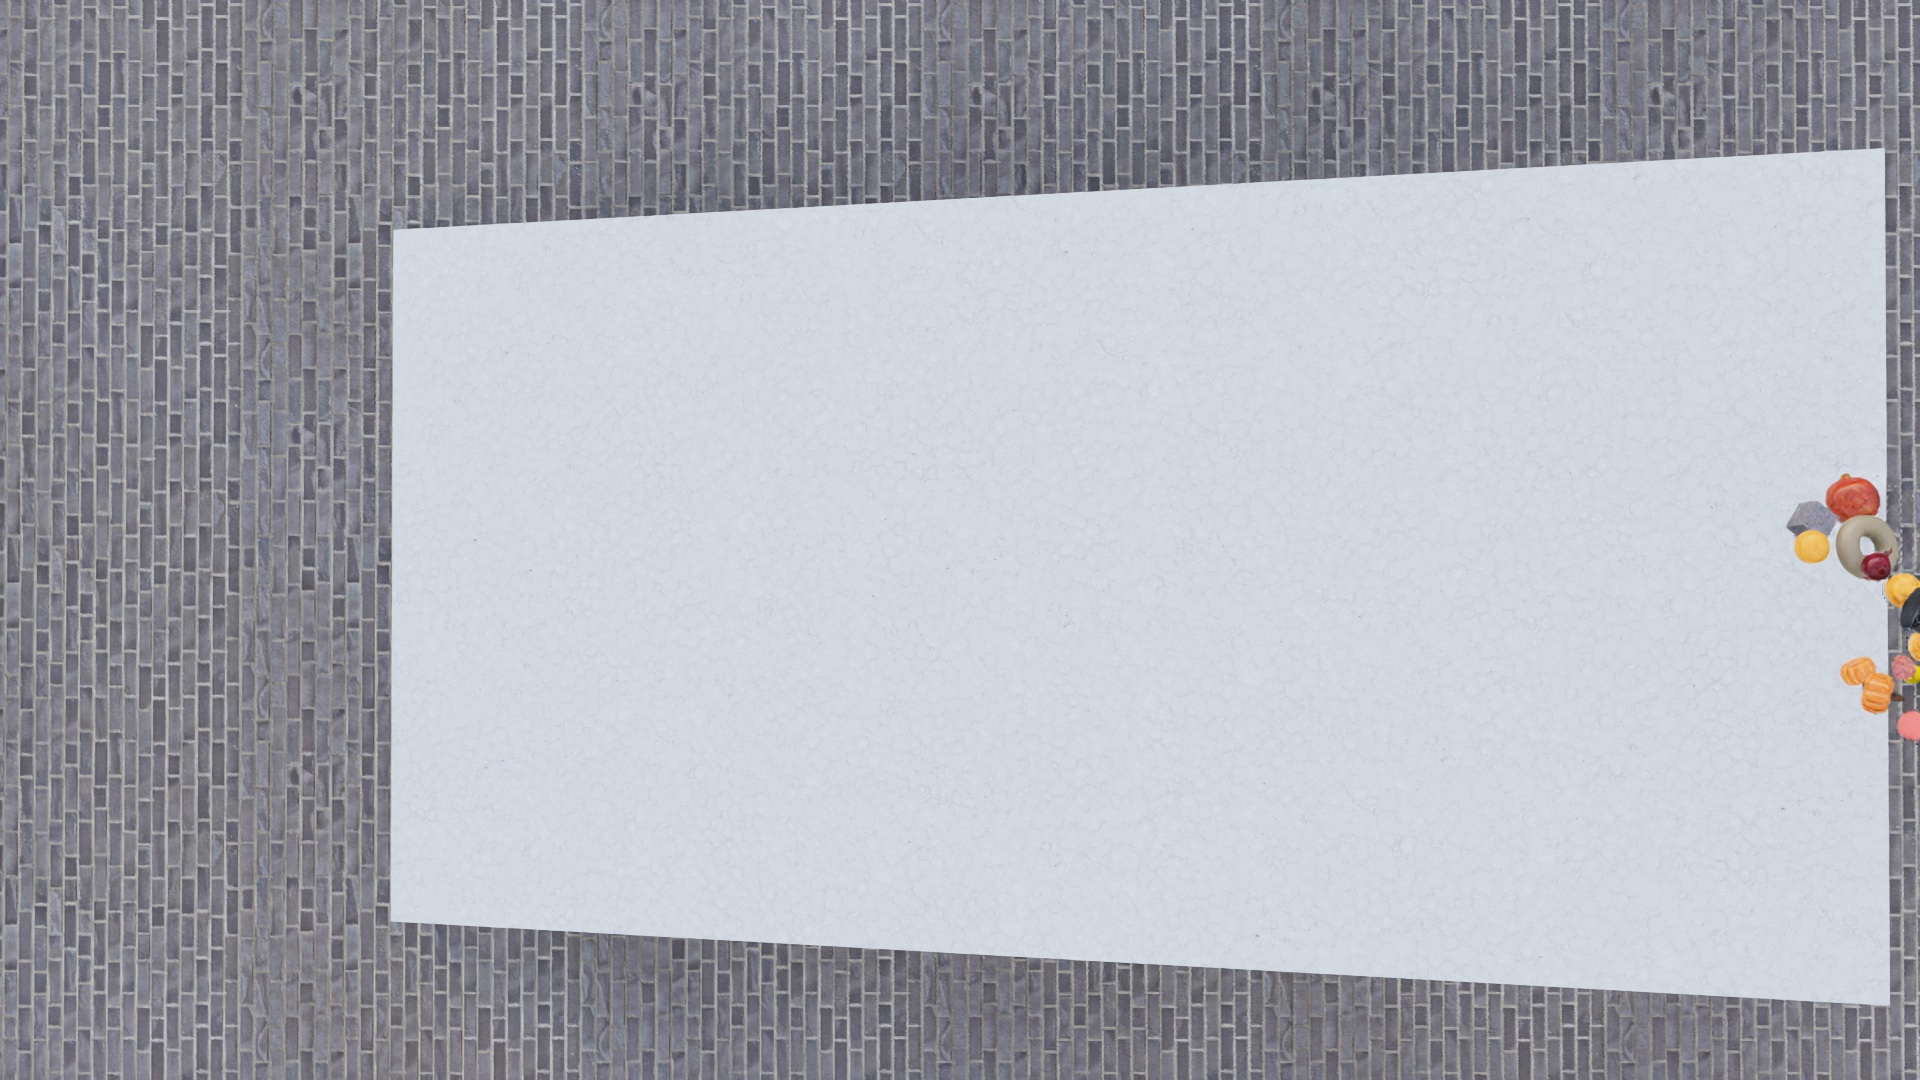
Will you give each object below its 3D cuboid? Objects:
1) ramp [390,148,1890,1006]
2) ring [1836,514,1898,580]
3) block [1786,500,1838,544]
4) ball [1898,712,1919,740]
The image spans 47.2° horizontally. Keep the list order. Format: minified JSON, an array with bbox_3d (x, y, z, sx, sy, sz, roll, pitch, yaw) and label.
[{"bbox_3d":[0.276,0.093,5.793,4.000,0.100,2.000,0,89,18],"label":"ramp"},{"bbox_3d":[1.942,0.016,4.709,0.143,0.048,0.143,3,78,-13],"label":"ring"},{"bbox_3d":[1.839,-0.038,4.746,0.064,0.064,0.064,36,79,-8],"label":"block"},{"bbox_3d":[1.956,0.381,4.512,0.060,0.060,0.060,0,89,0],"label":"ball"}]
